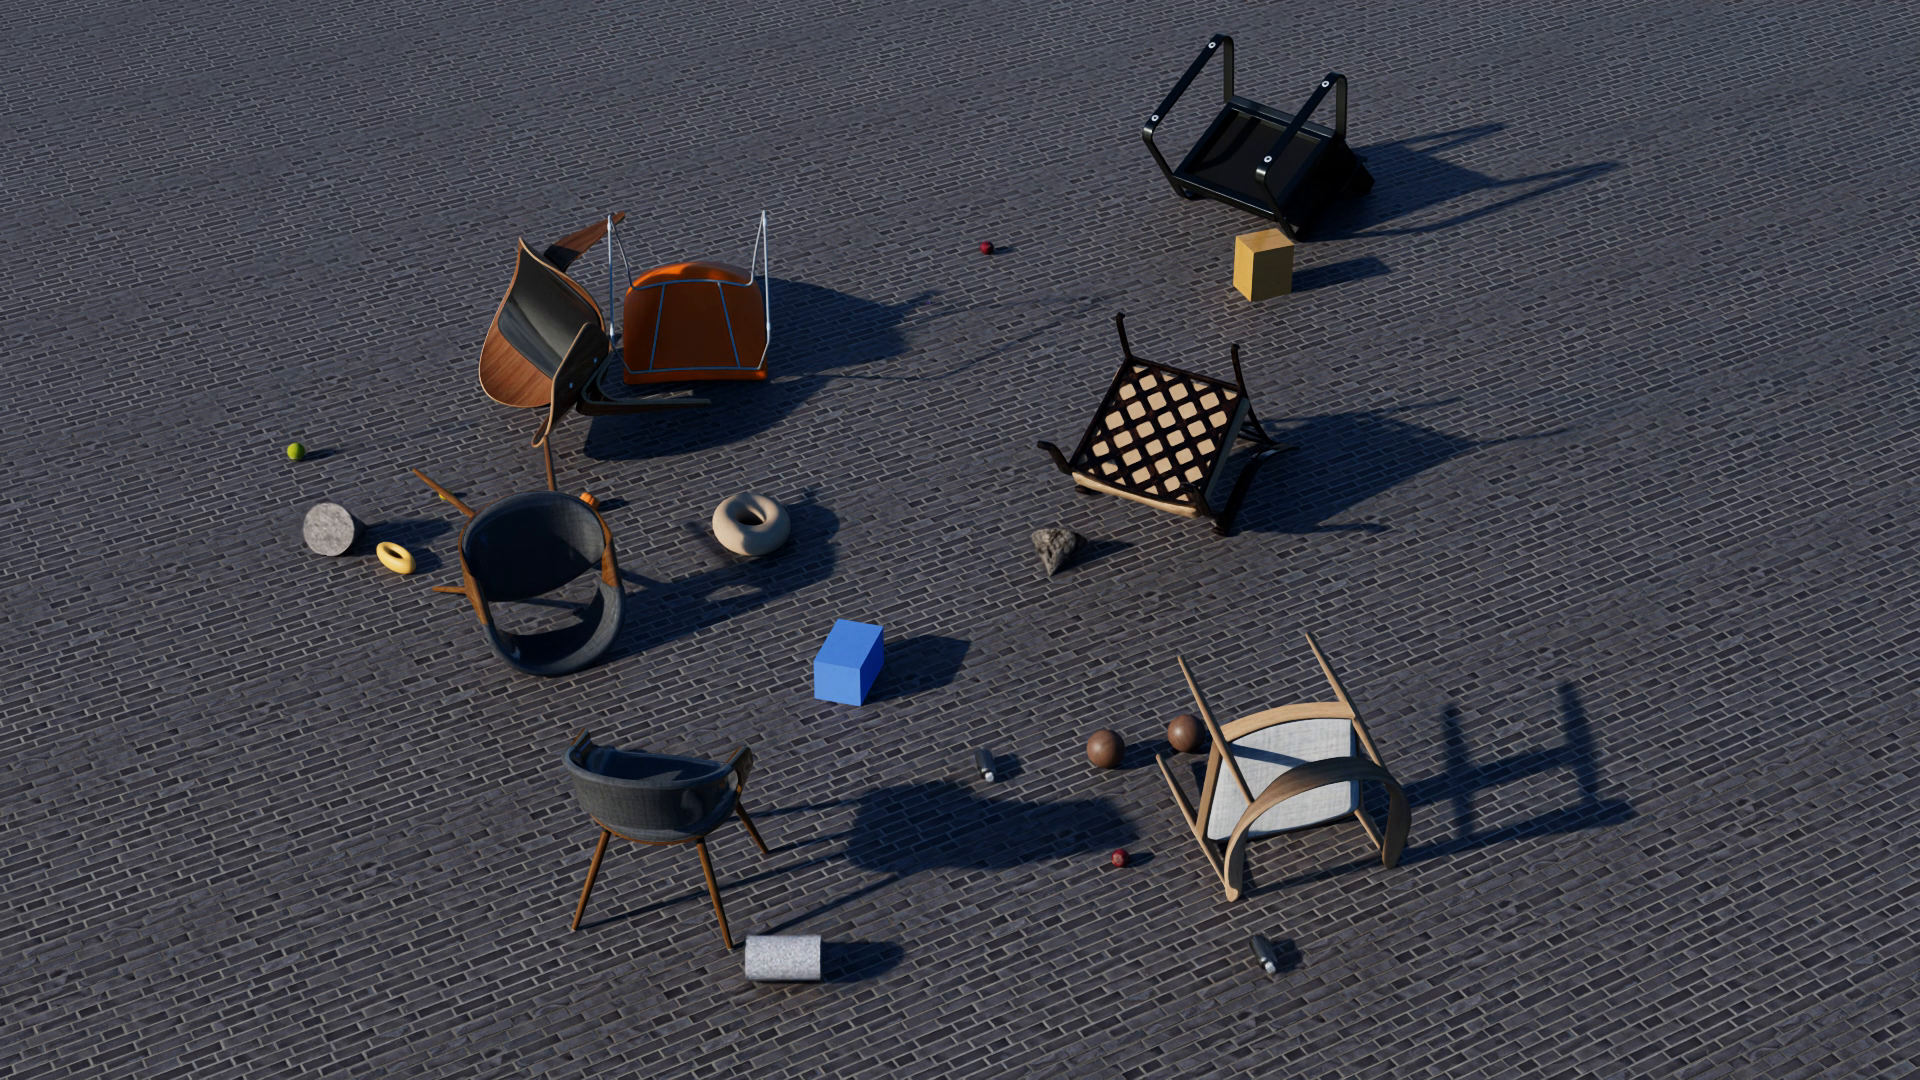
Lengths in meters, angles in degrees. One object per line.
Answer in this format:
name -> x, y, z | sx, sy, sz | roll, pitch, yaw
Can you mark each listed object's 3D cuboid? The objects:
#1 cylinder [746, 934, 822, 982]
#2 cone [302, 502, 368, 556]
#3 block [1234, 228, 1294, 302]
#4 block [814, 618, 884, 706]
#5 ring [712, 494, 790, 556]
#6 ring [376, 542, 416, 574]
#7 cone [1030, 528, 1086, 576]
cylinder -> -0.535, 1.269, 8.901 | 0.225, 0.127, 0.169 | 0, 20, -1
cone -> -2.281, -0.047, 10.932 | 0.245, 0.200, 0.221 | -2, 3, 29
block -> 1.295, -1.174, 12.512 | 0.193, 0.236, 0.165 | -13, 35, -18
block -> -0.384, 0.423, 10.158 | 0.166, 0.158, 0.265 | 9, 34, 14
ring -> -0.777, -0.059, 10.932 | 0.288, 0.114, 0.333 | -10, 36, -16
ring -> -2.075, 0.066, 10.794 | 0.095, 0.057, 0.213 | -26, 42, -37
cone -> 0.348, 0.067, 10.787 | 0.215, 0.133, 0.171 | 4, 55, 15
